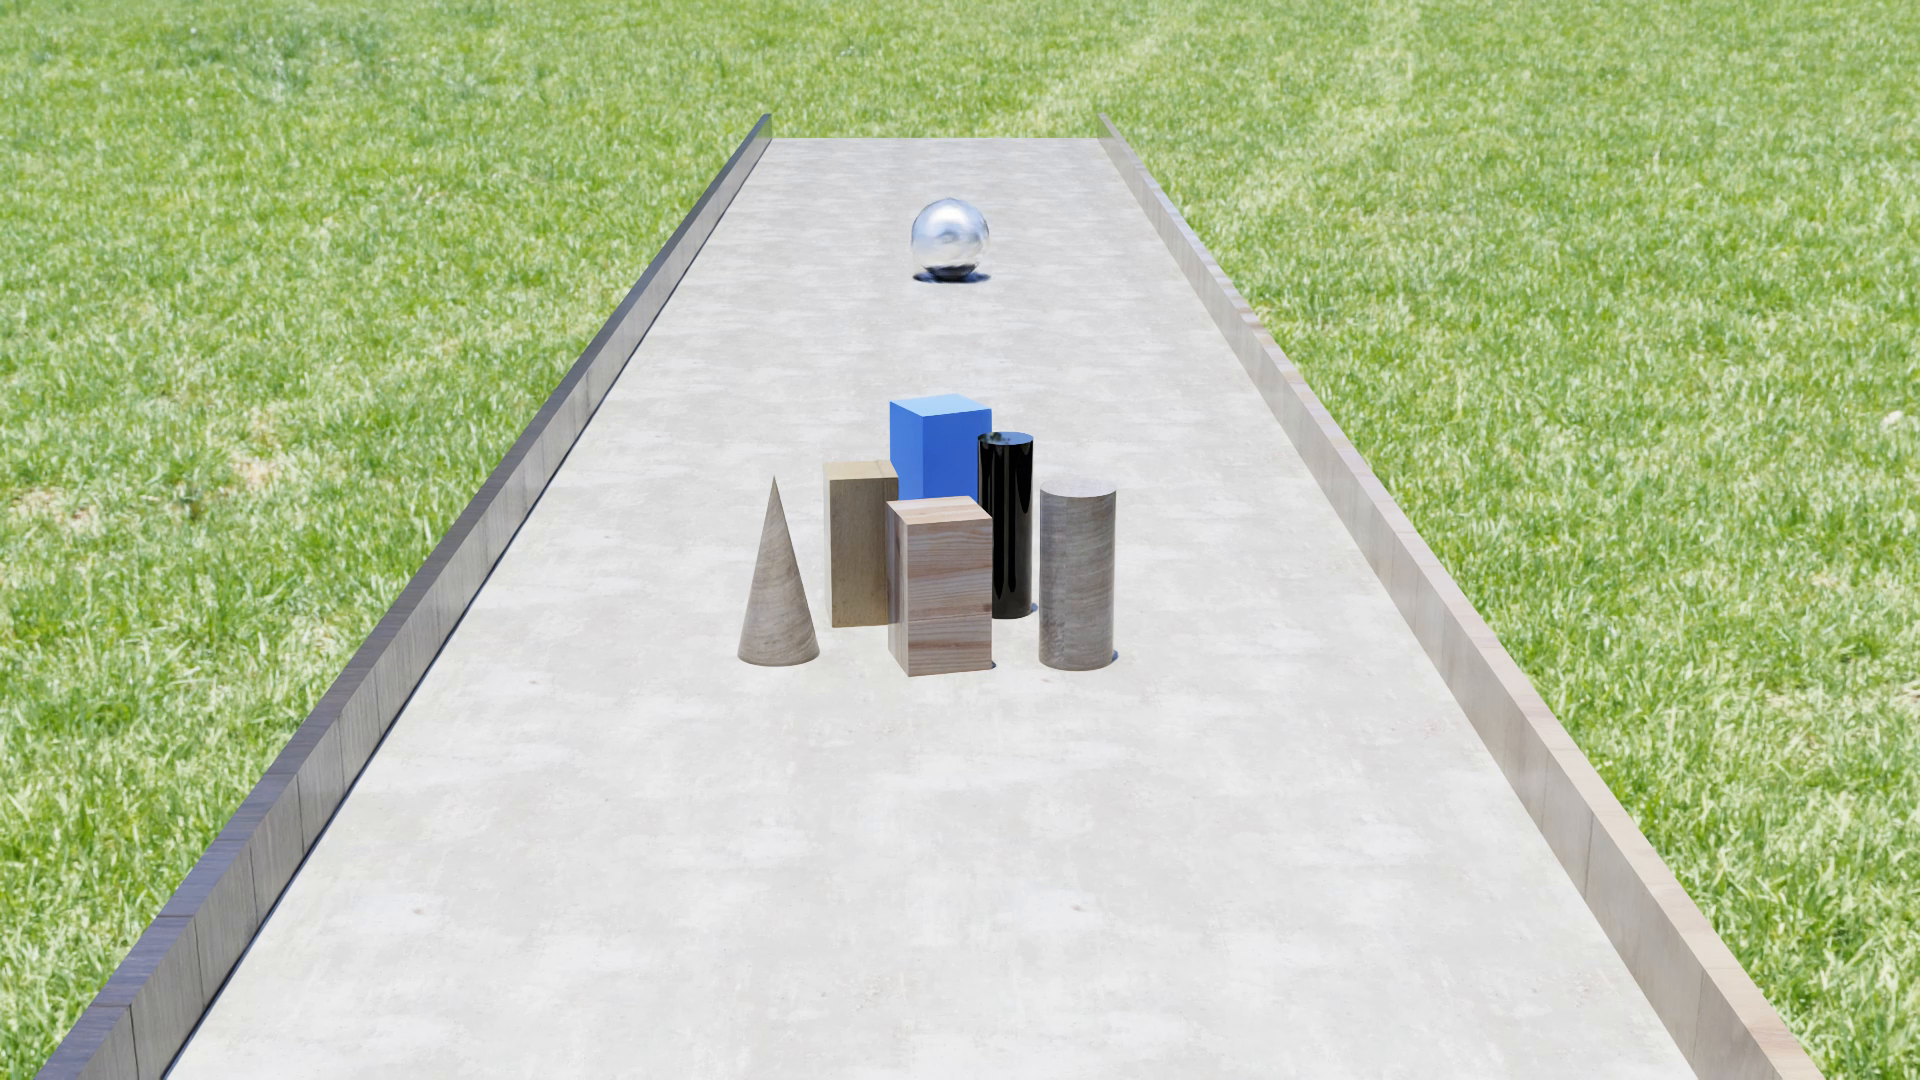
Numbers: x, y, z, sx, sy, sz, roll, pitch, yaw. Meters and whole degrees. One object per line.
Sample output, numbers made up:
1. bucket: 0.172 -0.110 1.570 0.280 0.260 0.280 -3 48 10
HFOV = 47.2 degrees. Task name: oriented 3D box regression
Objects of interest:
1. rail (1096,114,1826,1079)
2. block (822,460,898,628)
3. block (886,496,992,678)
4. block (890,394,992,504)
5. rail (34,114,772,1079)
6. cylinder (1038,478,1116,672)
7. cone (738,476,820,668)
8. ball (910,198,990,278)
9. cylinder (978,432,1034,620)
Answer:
1. rail: 0.932 -0.844 7.801 0.050 0.150 12.000 0 17 -1
2. block: -0.209 0.007 4.639 0.143 0.321 0.143 -3 17 -9
3. block: -0.042 0.090 4.375 0.171 0.312 0.171 -4 17 -15
4. block: -0.043 -0.109 4.899 0.169 0.395 0.169 -8 18 -26
5. rail: -1.118 -0.838 7.780 0.050 0.150 12.000 0 17 -1
6. cylinder: 0.233 0.067 4.373 0.151 0.358 0.151 0 17 0
7. cone: -0.368 0.049 4.403 0.169 0.376 0.169 0 17 0
8. ball: -0.040 -1.190 8.678 0.314 0.314 0.314 0 17 0
9. cylinder: 0.096 -0.031 4.661 0.118 0.382 0.118 0 17 0
